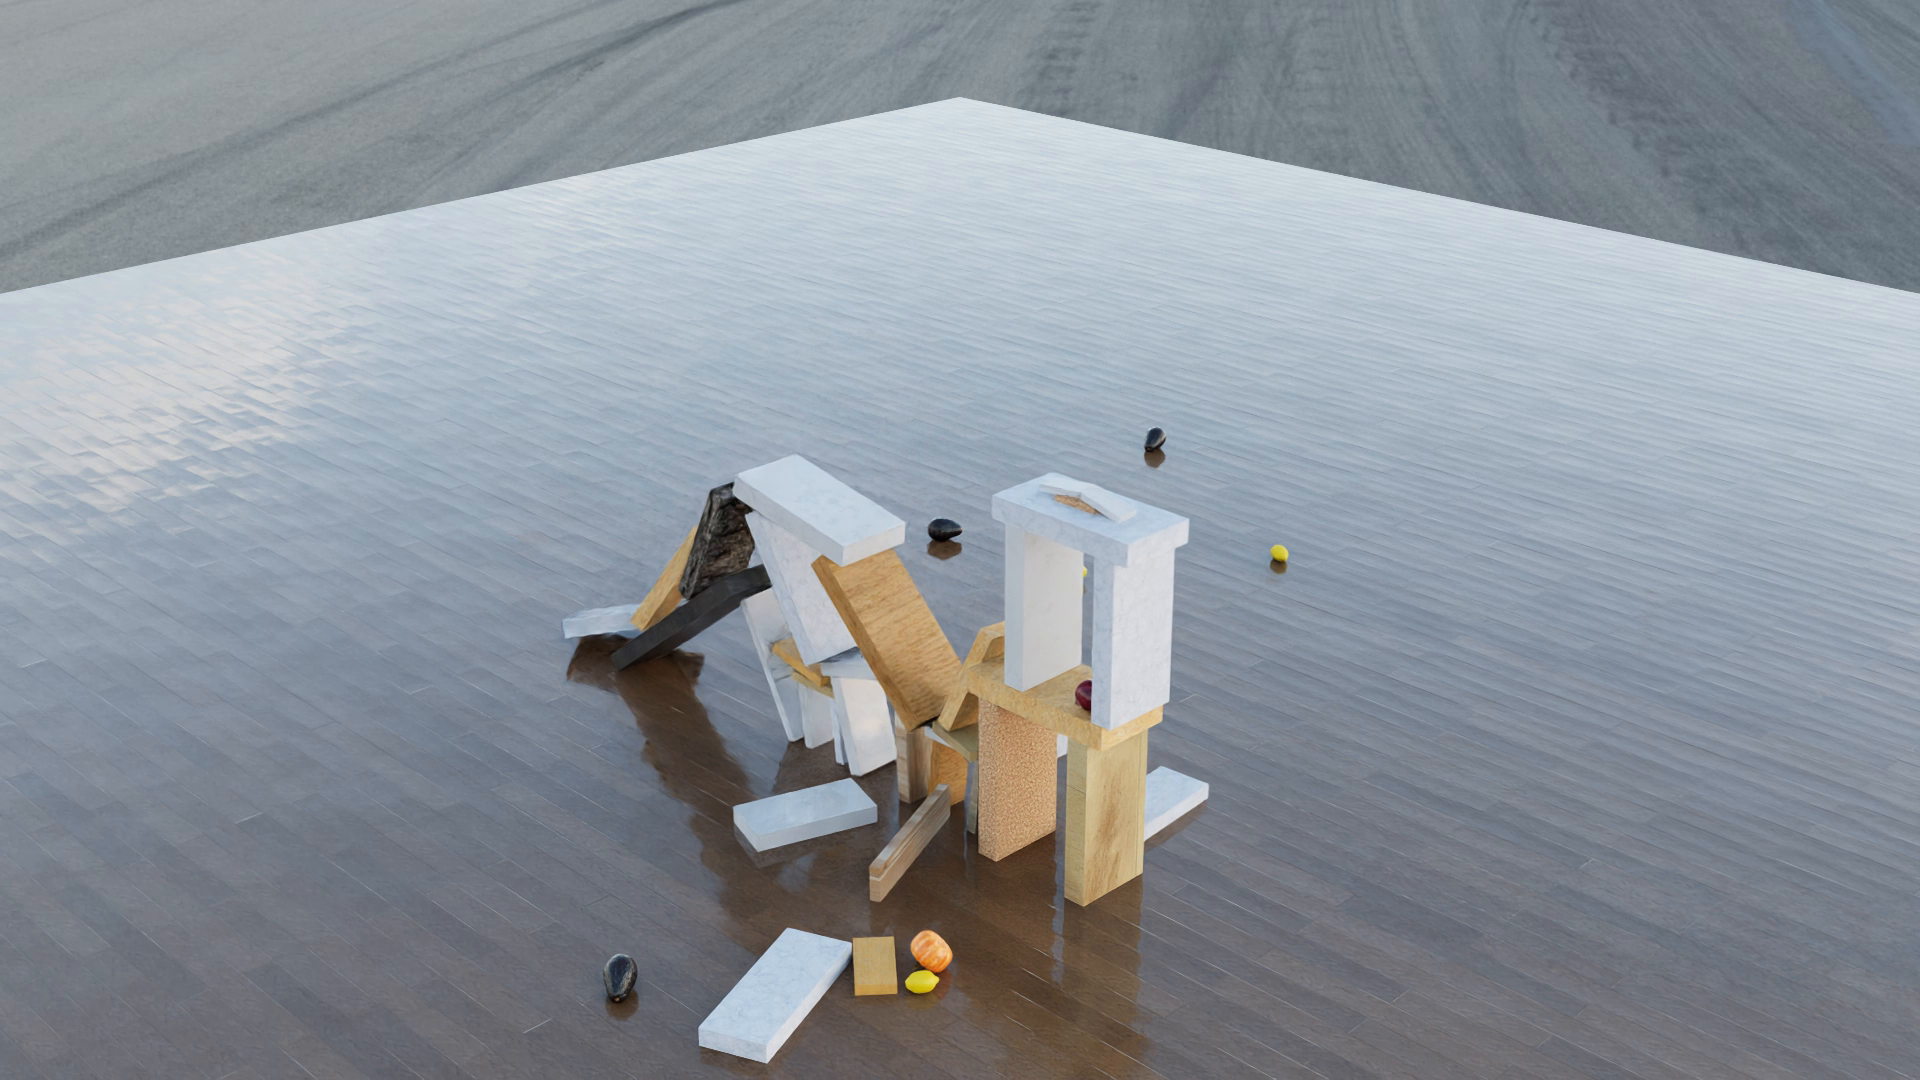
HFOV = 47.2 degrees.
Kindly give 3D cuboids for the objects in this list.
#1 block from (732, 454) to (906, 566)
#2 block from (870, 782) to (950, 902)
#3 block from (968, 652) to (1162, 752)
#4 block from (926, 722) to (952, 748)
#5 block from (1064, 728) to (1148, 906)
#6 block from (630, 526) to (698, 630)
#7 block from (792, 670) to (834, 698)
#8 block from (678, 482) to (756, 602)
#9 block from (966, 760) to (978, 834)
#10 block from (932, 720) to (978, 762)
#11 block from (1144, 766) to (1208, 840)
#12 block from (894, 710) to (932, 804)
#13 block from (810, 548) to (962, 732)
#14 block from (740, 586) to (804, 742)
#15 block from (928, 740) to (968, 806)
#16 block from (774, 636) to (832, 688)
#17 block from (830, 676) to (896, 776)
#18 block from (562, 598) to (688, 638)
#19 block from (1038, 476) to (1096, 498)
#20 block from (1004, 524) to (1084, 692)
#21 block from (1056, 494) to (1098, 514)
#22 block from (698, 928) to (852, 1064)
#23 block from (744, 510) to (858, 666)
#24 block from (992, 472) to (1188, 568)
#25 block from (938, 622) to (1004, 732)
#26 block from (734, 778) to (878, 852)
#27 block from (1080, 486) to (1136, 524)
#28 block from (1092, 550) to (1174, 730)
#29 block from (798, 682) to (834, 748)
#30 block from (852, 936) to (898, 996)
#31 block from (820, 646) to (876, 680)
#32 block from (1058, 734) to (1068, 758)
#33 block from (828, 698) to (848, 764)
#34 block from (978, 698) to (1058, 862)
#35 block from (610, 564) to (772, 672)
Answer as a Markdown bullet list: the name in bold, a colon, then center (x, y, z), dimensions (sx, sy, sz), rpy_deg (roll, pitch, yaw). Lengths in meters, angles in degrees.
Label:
- **block**: center (-0.290, -0.064, 4.502), dimensions (0.169, 0.048, 0.338), rpy_deg (-22, 42, -40)
- **block**: center (-0.095, 0.585, 4.286), dimensions (0.021, 0.075, 0.347), rpy_deg (9, 25, 20)
- **block**: center (0.195, 0.291, 4.137), dimensions (0.342, 0.048, 0.171), rpy_deg (21, 31, 41)
- **block**: center (0.021, 0.392, 4.369), dimensions (0.169, 0.024, 0.085), rpy_deg (21, 31, 40)
- **block**: center (0.275, 0.502, 4.140), dimensions (0.048, 0.342, 0.171), rpy_deg (21, 31, 41)
- **block**: center (-0.633, 0.086, 4.928), dimensions (0.037, 0.258, 0.129), rpy_deg (36, 7, 9)
- **block**: center (-0.278, 0.298, 4.653), dimensions (0.147, 0.021, 0.073), rpy_deg (21, 31, 40)
- **block**: center (-0.500, -0.005, 4.712), dimensions (0.147, 0.294, 0.042), rpy_deg (-20, 55, -42)
- **block**: center (0.060, 0.496, 4.372), dimensions (0.085, 0.169, 0.024), rpy_deg (-21, 40, -41)
- **block**: center (0.015, 0.387, 4.322), dimensions (0.075, 0.021, 0.149), rpy_deg (-13, 26, -28)
- **block**: center (0.387, 0.535, 4.458), dimensions (0.118, 0.033, 0.236), rpy_deg (18, 29, 36)
- **block**: center (-0.080, 0.418, 4.495), dimensions (0.109, 0.218, 0.031), rpy_deg (-21, 28, -40)
- **block**: center (-0.130, 0.182, 4.433), dimensions (0.169, 0.394, 0.048), rpy_deg (-22, -14, -41)
- **block**: center (-0.382, 0.266, 4.727), dimensions (0.080, 0.327, 0.023), rpy_deg (-24, 11, -33)
- **block**: center (-0.022, 0.464, 4.449), dimensions (0.024, 0.169, 0.085), rpy_deg (28, 35, 37)
- **block**: center (-0.315, 0.254, 4.668), dimensions (0.080, 0.023, 0.159), rpy_deg (-20, 39, -38)
- **block**: center (-0.200, 0.372, 4.606), dimensions (0.109, 0.218, 0.031), rpy_deg (-21, 15, -41)
- **block**: center (-0.768, 0.180, 5.166), dimensions (0.294, 0.042, 0.147), rpy_deg (-7, 6, 10)
- **block**: center (0.195, -0.095, 3.978), dimensions (0.094, 0.013, 0.047), rpy_deg (12, 26, 27)
- **block**: center (0.157, 0.104, 4.098), dimensions (0.046, 0.327, 0.163), rpy_deg (21, 31, 40)
- **block**: center (0.221, -0.070, 3.955), dimensions (0.094, 0.013, 0.047), rpy_deg (21, 31, 40)
- **block**: center (-0.319, 0.792, 3.847), dimensions (0.129, 0.037, 0.332), rpy_deg (9, 25, 21)
- **block**: center (-0.309, 0.076, 4.588), dimensions (0.169, 0.338, 0.048), rpy_deg (-21, -1, -40)
- **block**: center (0.232, -0.039, 3.956), dimensions (0.163, 0.046, 0.327), rpy_deg (-21, 31, -41)
- **block**: center (0.047, 0.262, 4.288), dimensions (0.118, 0.236, 0.033), rpy_deg (-14, 47, -47)
- **block**: center (-0.311, 0.550, 4.417), dimensions (0.258, 0.037, 0.129), rpy_deg (-11, 25, -24)
- **block**: center (0.264, -0.063, 3.911), dimensions (0.047, 0.013, 0.094), rpy_deg (-21, 44, -40)
- **block**: center (0.311, 0.163, 3.957), dimensions (0.163, 0.327, 0.046), rpy_deg (-21, 30, -40)
- **block**: center (-0.305, 0.365, 4.711), dimensions (0.021, 0.147, 0.073), rpy_deg (12, 25, 44)
- **block**: center (-0.153, 0.762, 3.938), dimensions (0.075, 0.021, 0.149), rpy_deg (-2, 23, -4)
- **block**: center (-0.177, 0.253, 4.530), dimensions (0.109, 0.031, 0.218), rpy_deg (-21, 15, -41)
- **block**: center (0.255, 0.382, 4.708), dimensions (0.236, 0.118, 0.033), rpy_deg (-19, 26, -38)
- **block**: center (-0.235, 0.392, 4.648), dimensions (0.021, 0.147, 0.073), rpy_deg (11, 24, 44)
- **block**: center (0.114, 0.439, 4.288), dimensions (0.048, 0.342, 0.171), rpy_deg (21, 31, 41)
- **block**: center (-0.586, 0.170, 4.867), dimensions (0.147, 0.042, 0.580), rpy_deg (-21, -6, -38)
